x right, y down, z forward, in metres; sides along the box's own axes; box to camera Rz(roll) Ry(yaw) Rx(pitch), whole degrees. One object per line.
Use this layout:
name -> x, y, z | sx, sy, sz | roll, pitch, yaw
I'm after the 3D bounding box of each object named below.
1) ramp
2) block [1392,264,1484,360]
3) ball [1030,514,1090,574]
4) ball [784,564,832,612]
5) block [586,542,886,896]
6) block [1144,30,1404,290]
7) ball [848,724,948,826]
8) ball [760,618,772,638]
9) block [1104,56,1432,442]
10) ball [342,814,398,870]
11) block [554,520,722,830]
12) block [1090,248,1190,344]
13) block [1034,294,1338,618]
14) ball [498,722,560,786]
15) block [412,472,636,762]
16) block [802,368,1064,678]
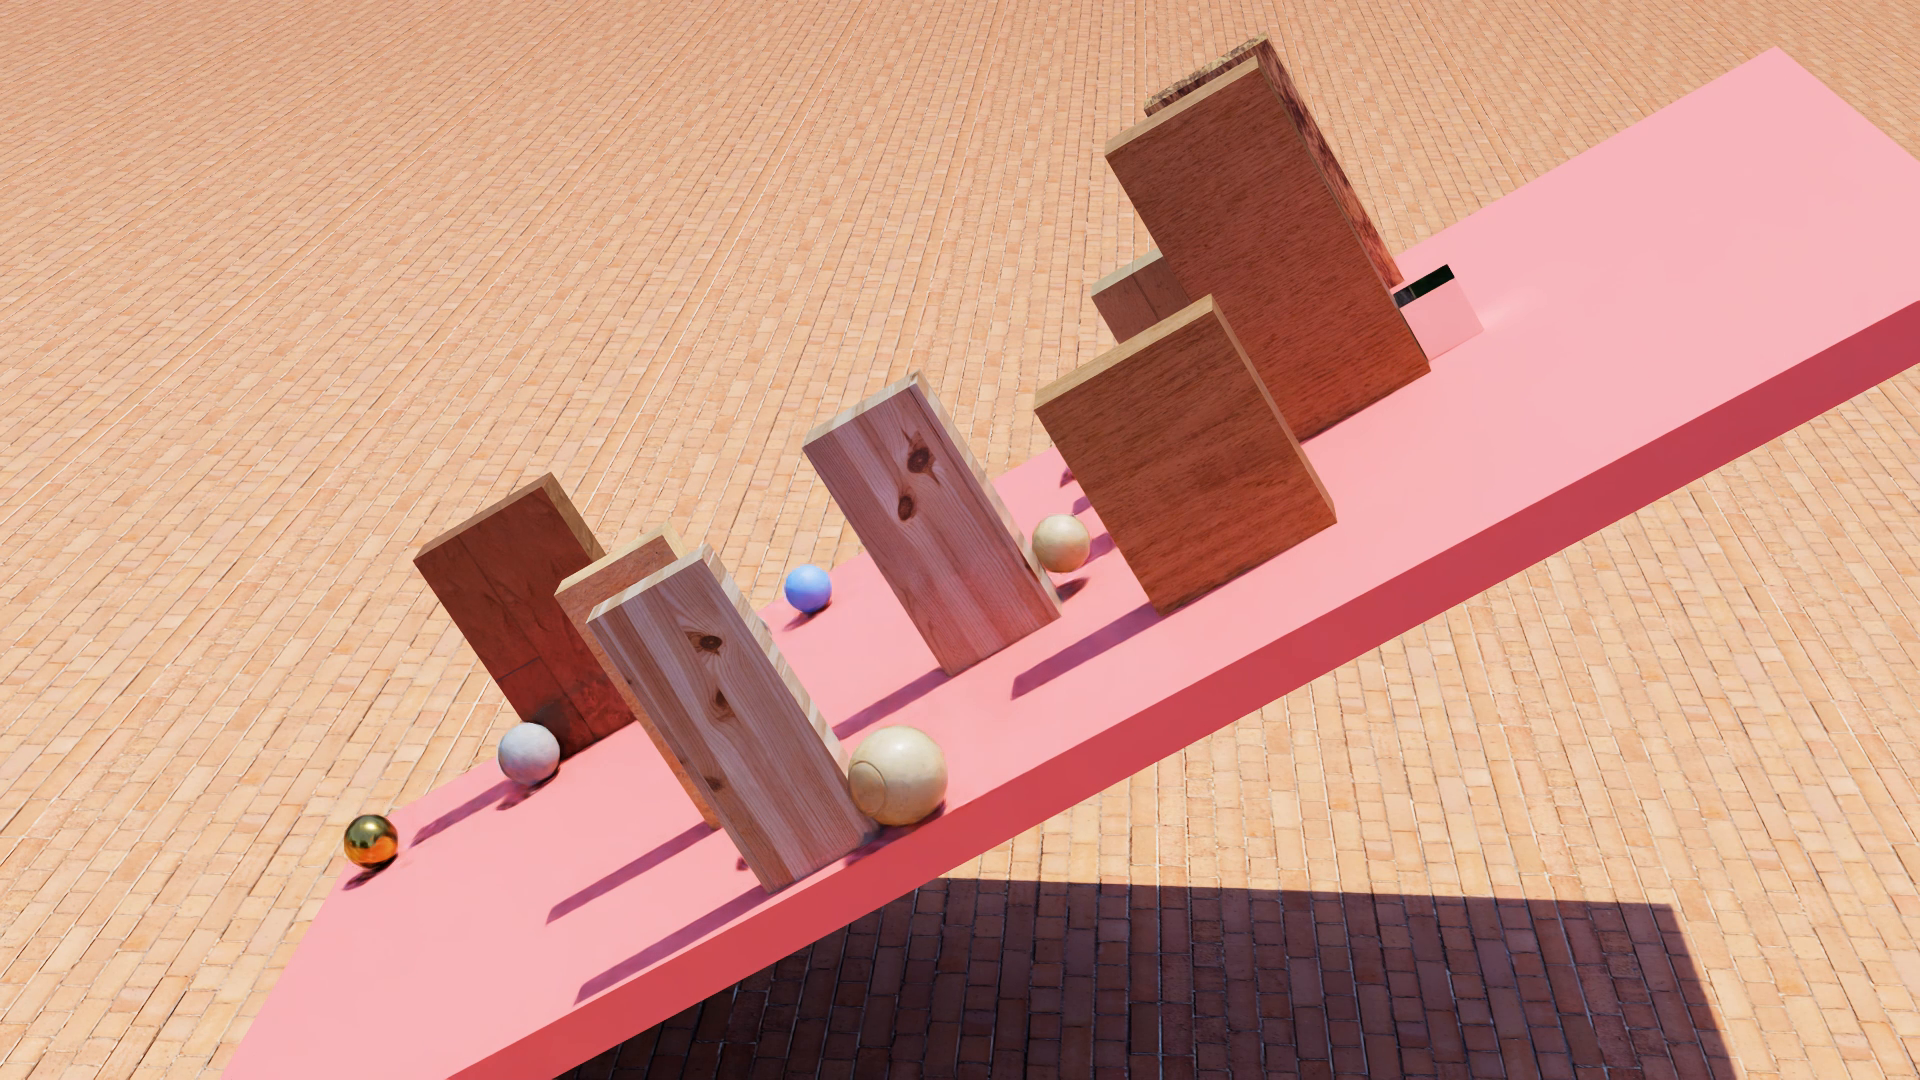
ramp -> 0.142, 0.168, 6.287 | 4.000, 0.100, 2.000 | -29, 15, 12
block -> 1.003, -0.478, 6.170 | 0.130, 0.130, 0.130 | -29, 15, 11
ball -> 0.209, 0.008, 6.092 | 0.124, 0.124, 0.124 | 0, 19, 0
ball -> -0.364, 0.117, 7.065 | 0.115, 0.115, 0.115 | 0, 19, 0
block -> -0.407, 0.334, 5.425 | 0.253, 0.626, 0.087 | -29, 15, 12
block -> 0.724, -0.804, 6.779 | 0.320, 0.647, 0.111 | -29, 15, 12
ball -> -0.113, 0.430, 5.374 | 0.185, 0.185, 0.185 | 0, 19, 0
ball -> -0.501, 0.232, 6.983 | 0.108, 0.108, 0.108 | 0, 19, 0
block -> 0.637, -0.586, 6.082 | 0.357, 0.730, 0.142 | -29, 15, 12
ball -> -1.444, 0.739, 7.207 | 0.135, 0.135, 0.135 | 0, 19, 0
block -> -0.546, 0.278, 5.965 | 0.260, 0.590, 0.089 | -29, 15, 12
block -> 0.519, -0.448, 6.504 | 0.290, 0.413, 0.113 | -29, 15, 12
block -> 0.430, -0.159, 5.610 | 0.386, 0.480, 0.126 | -29, 15, 12
ball -> -1.037, 0.515, 7.074 | 0.150, 0.150, 0.150 | 0, 19, 0
block -> -0.985, 0.193, 7.101 | 0.374, 0.611, 0.117 | -29, 15, 12
block -> -0.053, -0.032, 5.999 | 0.270, 0.573, 0.107 | -29, 15, 12
